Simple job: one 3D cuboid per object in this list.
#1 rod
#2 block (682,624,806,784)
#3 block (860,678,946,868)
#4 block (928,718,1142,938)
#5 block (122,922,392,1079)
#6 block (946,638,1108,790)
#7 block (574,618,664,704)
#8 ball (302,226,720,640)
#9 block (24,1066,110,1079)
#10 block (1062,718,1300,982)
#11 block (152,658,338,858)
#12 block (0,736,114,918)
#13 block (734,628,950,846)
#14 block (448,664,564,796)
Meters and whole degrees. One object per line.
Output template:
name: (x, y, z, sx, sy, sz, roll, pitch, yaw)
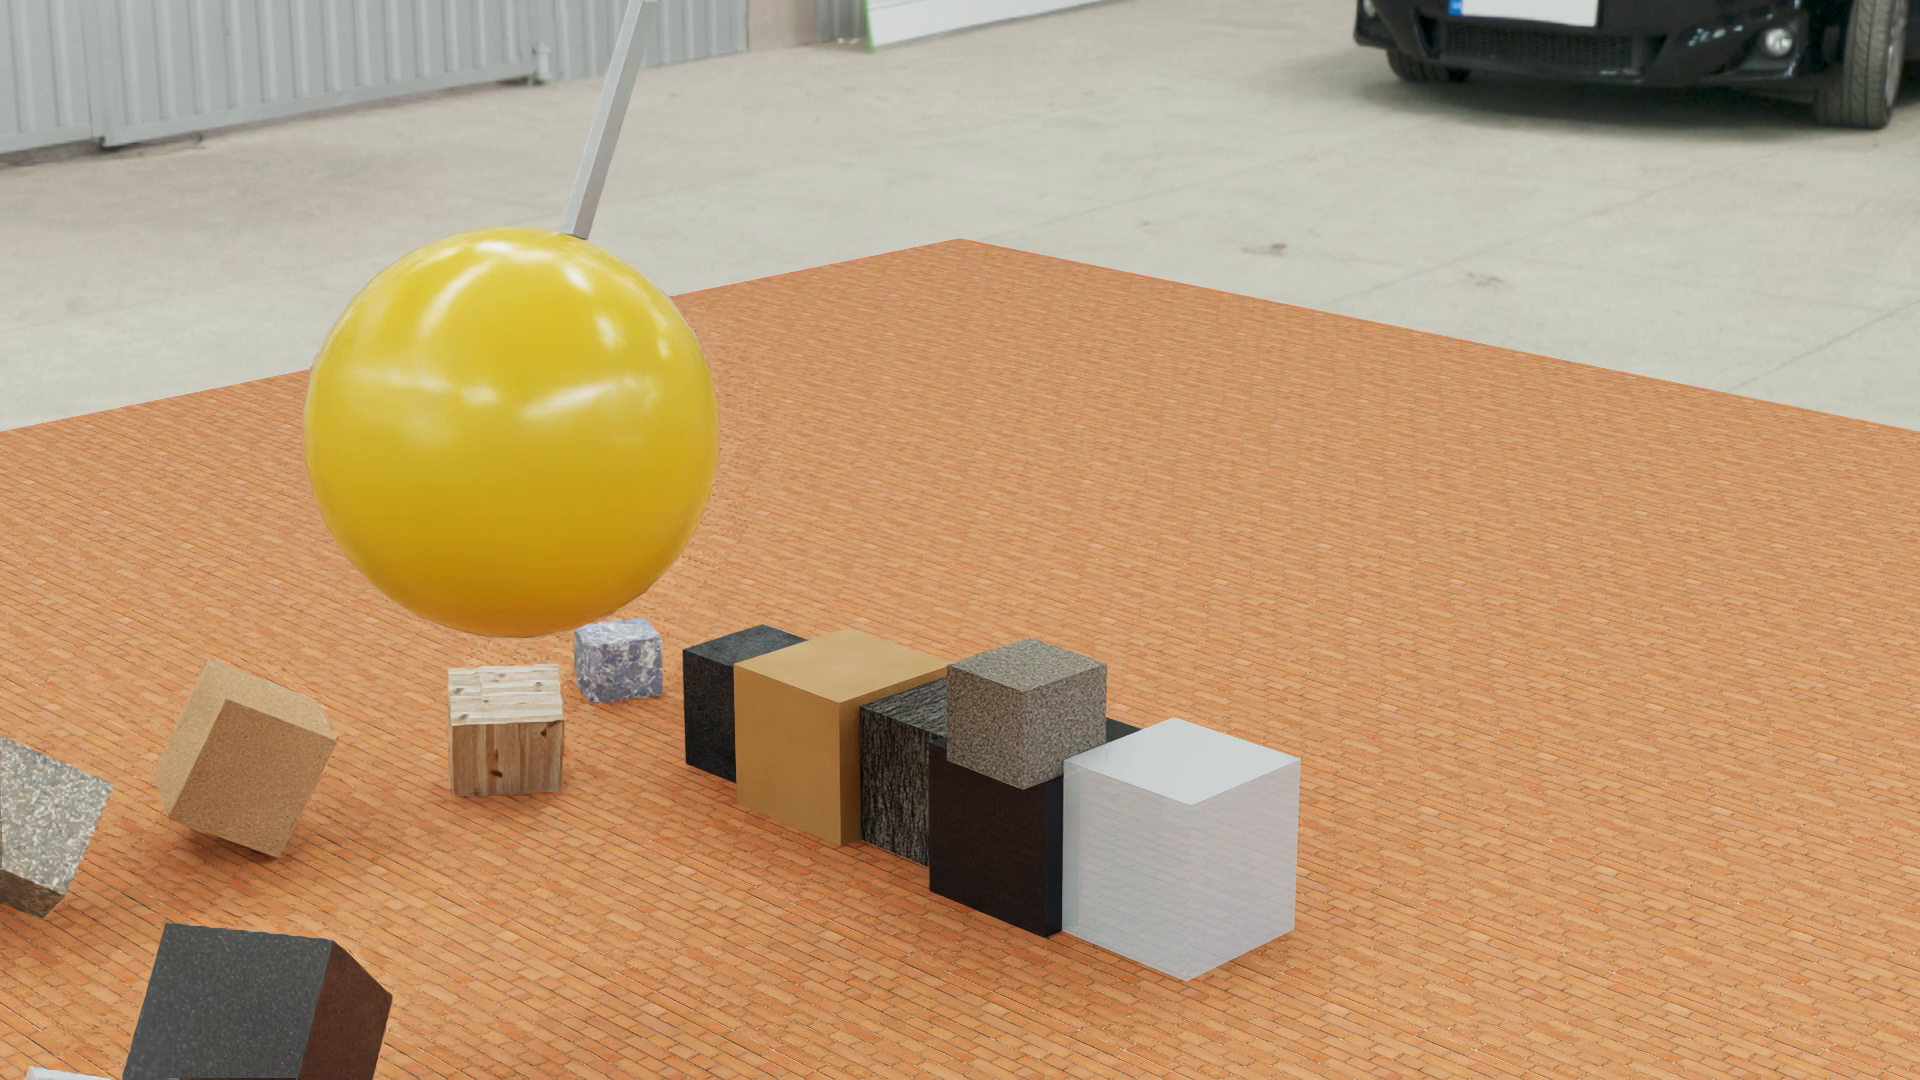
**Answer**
rod: (-0.751, -3.670, 11.401, 0.080, 5.200, 0.080, 17, 0, 42)
block: (-0.991, 0.837, 14.665, 0.567, 0.610, 0.535, 16, 24, 42)
block: (-0.044, 1.099, 13.726, 0.573, 0.672, 0.623, -17, 24, -42)
block: (0.393, 1.237, 13.208, 0.713, 0.720, 0.793, 16, 24, 42)
block: (-2.609, 1.856, 10.950, 0.667, 0.602, 0.662, 4, -26, 12)
block: (0.291, 0.751, 12.808, 0.512, 0.446, 0.473, -16, 24, -41)
block: (-1.836, 0.646, 15.743, 0.397, 0.327, 0.348, -6, 18, -19)
ball: (-1.734, -0.415, 11.394, 1.600, 1.600, 1.600, 0, 17, 0)
block: (-2.874, 1.962, 9.578, 0.374, 0.326, 0.328, 17, 5, -32)
block: (0.959, 1.331, 12.769, 0.718, 0.804, 0.729, 16, 24, 42)
block: (-3.353, 1.018, 13.726, 0.555, 0.618, 0.604, 25, 5, -26)
block: (-4.134, 1.248, 12.821, 0.590, 0.539, 0.493, 27, -29, -18)
block: (-0.556, 0.937, 14.165, 0.753, 0.719, 0.746, -17, 24, -42)
block: (-2.232, 0.932, 14.389, 0.534, 0.444, 0.450, -2, 35, -12)
